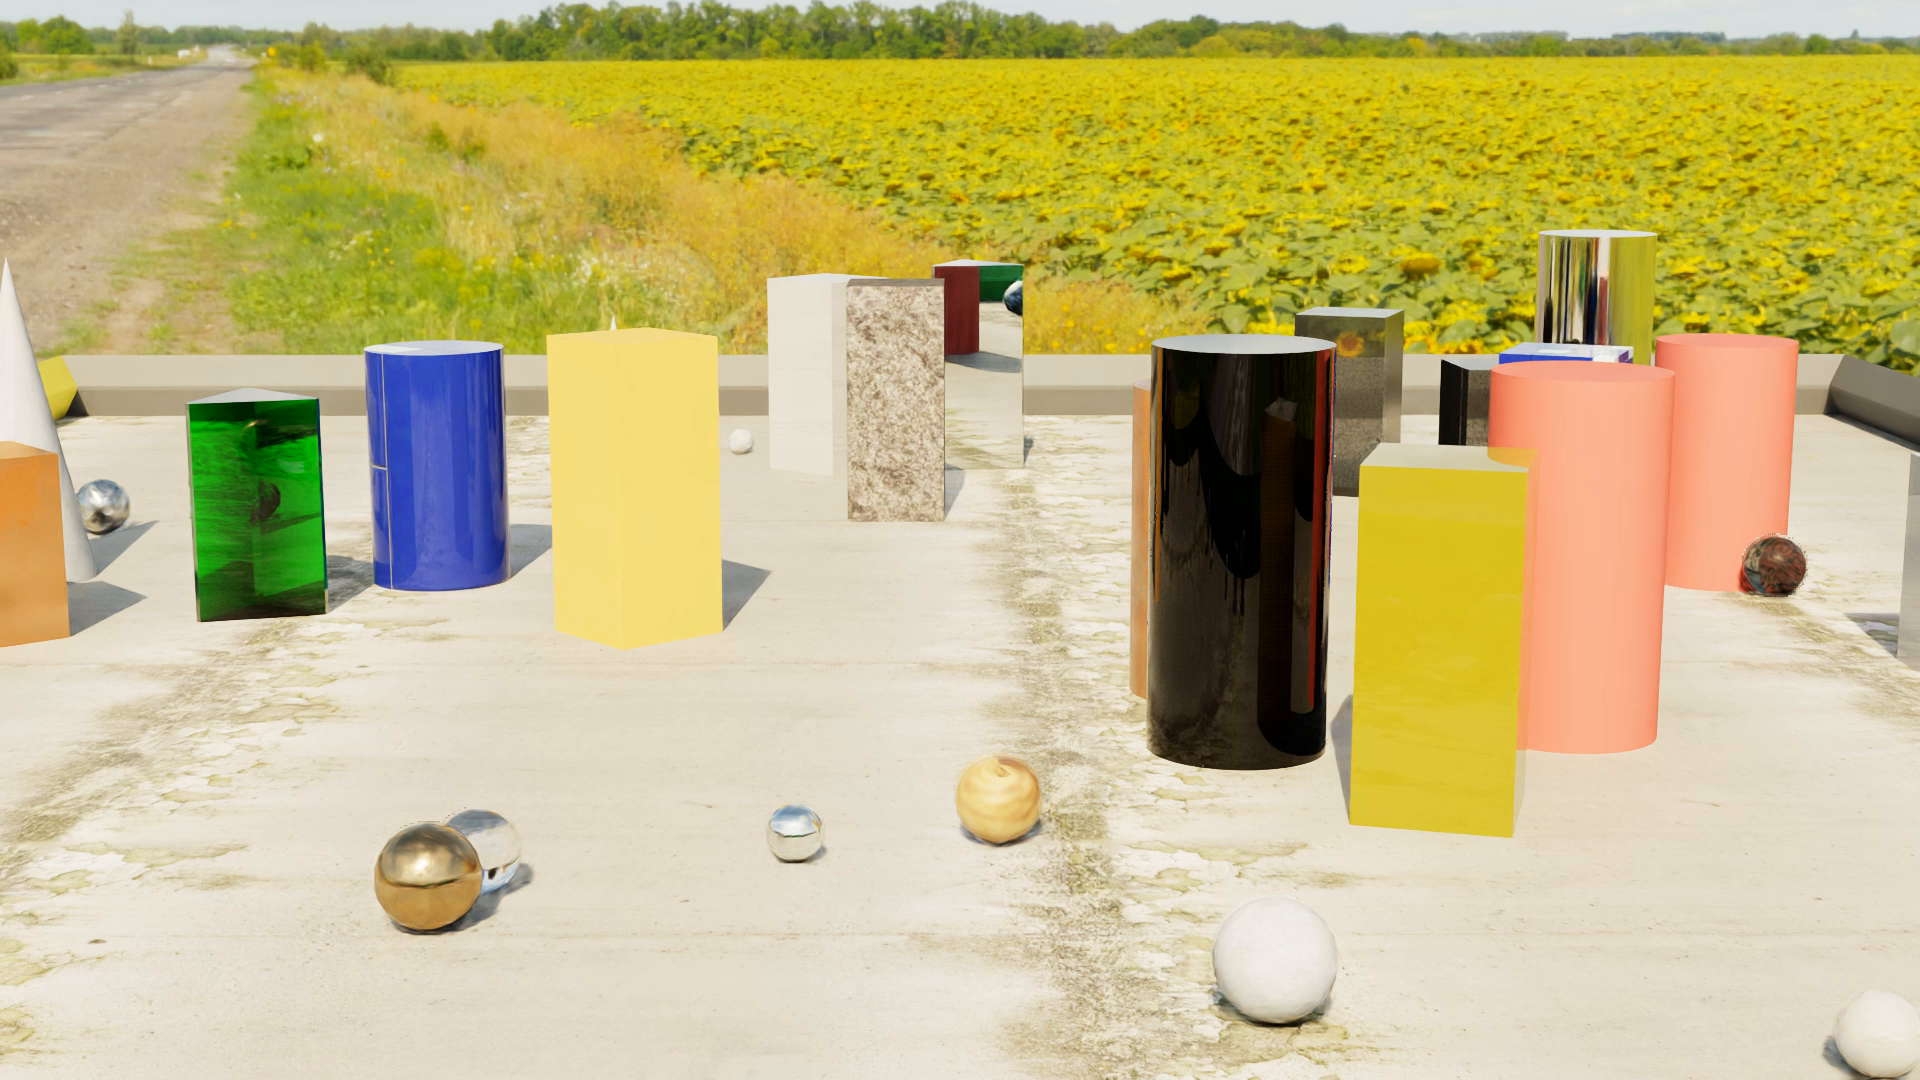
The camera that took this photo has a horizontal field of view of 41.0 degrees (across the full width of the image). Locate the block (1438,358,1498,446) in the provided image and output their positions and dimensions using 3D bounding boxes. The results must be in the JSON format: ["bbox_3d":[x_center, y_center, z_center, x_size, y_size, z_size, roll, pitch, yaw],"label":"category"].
[{"bbox_3d":[0.870,-0.159,4.144,0.155,0.251,0.155,-1,11,-6],"label":"block"}]

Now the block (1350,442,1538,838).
[{"bbox_3d":[0.474,0.093,2.506,0.155,0.353,0.155,3,11,16],"label":"block"}]

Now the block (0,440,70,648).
[{"bbox_3d":[-1.254,0.007,3.283,0.155,0.239,0.155,-9,14,-41],"label":"block"}]

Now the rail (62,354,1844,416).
[{"bbox_3d":[-0.011,-0.320,5.348,3.730,0.126,0.045,0,11,0],"label":"rail"}]

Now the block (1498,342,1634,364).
[{"bbox_3d":[0.838,-0.097,3.571,0.155,0.337,0.155,5,11,23],"label":"block"}]

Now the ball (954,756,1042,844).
[{"bbox_3d":[0.036,0.245,2.426,0.082,0.082,0.082,0,11,0],"label":"ball"}]

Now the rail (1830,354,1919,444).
[{"bbox_3d":[1.841,0.030,3.459,0.045,0.126,3.911,0,11,0],"label":"rail"}]

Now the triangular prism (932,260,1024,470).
[{"bbox_3d":[0.019,-0.323,4.700,0.168,0.370,0.145,-2,11,-10],"label":"triangular prism"}]

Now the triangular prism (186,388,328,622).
[{"bbox_3d":[-0.949,-0.052,3.456,0.168,0.291,0.145,-3,11,-18],"label":"triangular prism"}]

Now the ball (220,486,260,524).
[{"bbox_3d":[-1.151,-0.055,4.102,0.061,0.061,0.061,0,11,0],"label":"ball"}]

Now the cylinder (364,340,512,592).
[{"bbox_3d":[-0.741,-0.108,3.645,0.194,0.332,0.194,0,11,0],"label":"cylinder"}]

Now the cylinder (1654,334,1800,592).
[{"bbox_3d":[1.081,-0.113,3.648,0.194,0.342,0.194,0,11,0],"label":"cylinder"}]

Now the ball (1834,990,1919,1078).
[{"bbox_3d":[0.669,0.359,1.865,0.063,0.063,0.063,0,11,0],"label":"ball"}]

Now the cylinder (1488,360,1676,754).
[{"bbox_3d":[0.670,0.014,2.799,0.194,0.400,0.194,0,11,0],"label":"cylinder"}]

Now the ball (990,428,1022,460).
[{"bbox_3d":[0.085,-0.179,4.758,0.059,0.059,0.059,0,11,0],"label":"ball"}]

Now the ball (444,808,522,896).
[{"bbox_3d":[-0.428,0.277,2.275,0.076,0.076,0.076,0,11,0],"label":"ball"}]

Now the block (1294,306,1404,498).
[{"bbox_3d":[0.668,-0.239,4.421,0.155,0.307,0.155,4,11,21],"label":"block"}]

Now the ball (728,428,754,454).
[{"bbox_3d":[-0.414,-0.186,4.843,0.048,0.048,0.048,0,11,0],"label":"ball"}]

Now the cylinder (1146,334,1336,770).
[{"bbox_3d":[0.298,0.008,2.732,0.194,0.437,0.194,0,11,0],"label":"cylinder"}]

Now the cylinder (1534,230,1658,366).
[{"bbox_3d":[1.064,-0.292,4.321,0.194,0.447,0.194,0,11,0],"label":"cylinder"}]

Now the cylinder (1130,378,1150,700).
[{"bbox_3d":[0.297,-0.002,2.995,0.194,0.360,0.194,0,11,0],"label":"cylinder"}]

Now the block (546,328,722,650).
[{"bbox_3d":[-0.418,-0.071,3.299,0.155,0.385,0.155,-9,14,-41],"label":"block"}]

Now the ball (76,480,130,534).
[{"bbox_3d":[-1.346,-0.053,4.025,0.085,0.085,0.085,0,11,0],"label":"ball"}]

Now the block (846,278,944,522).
[{"bbox_3d":[-0.103,-0.229,4.171,0.155,0.379,0.155,0,11,0],"label":"block"}]

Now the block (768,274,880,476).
[{"bbox_3d":[-0.238,-0.303,4.657,0.155,0.345,0.155,8,13,38],"label":"block"}]

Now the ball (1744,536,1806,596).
[{"bbox_3d":[1.125,0.036,3.542,0.083,0.083,0.083,0,11,0],"label":"ball"}]

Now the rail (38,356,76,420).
[{"bbox_3d":[-1.841,0.034,3.439,0.045,0.126,3.911,0,11,0],"label":"rail"}]

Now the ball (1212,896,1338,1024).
[{"bbox_3d":[0.243,0.323,1.973,0.096,0.096,0.096,0,11,0],"label":"ball"}]

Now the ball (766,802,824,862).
[{"bbox_3d":[-0.152,0.270,2.371,0.054,0.054,0.054,0,11,0],"label":"ball"}]

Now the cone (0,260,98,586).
[{"bbox_3d":[-1.339,-0.172,3.641,0.194,0.460,0.194,0,11,0],"label":"cone"}]

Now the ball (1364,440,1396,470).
[{"bbox_3d":[0.762,-0.155,4.657,0.055,0.055,0.055,0,11,0],"label":"ball"}]

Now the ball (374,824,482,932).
[{"bbox_3d":[-0.452,0.287,2.181,0.091,0.091,0.091,0,11,0],"label":"ball"}]

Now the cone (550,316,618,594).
[{"bbox_3d":[-0.478,-0.121,3.575,0.194,0.384,0.194,0,11,0],"label":"cone"}]

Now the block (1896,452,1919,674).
[{"bbox_3d":[1.239,0.035,3.078,0.155,0.258,0.155,0,11,-1],"label":"block"}]
